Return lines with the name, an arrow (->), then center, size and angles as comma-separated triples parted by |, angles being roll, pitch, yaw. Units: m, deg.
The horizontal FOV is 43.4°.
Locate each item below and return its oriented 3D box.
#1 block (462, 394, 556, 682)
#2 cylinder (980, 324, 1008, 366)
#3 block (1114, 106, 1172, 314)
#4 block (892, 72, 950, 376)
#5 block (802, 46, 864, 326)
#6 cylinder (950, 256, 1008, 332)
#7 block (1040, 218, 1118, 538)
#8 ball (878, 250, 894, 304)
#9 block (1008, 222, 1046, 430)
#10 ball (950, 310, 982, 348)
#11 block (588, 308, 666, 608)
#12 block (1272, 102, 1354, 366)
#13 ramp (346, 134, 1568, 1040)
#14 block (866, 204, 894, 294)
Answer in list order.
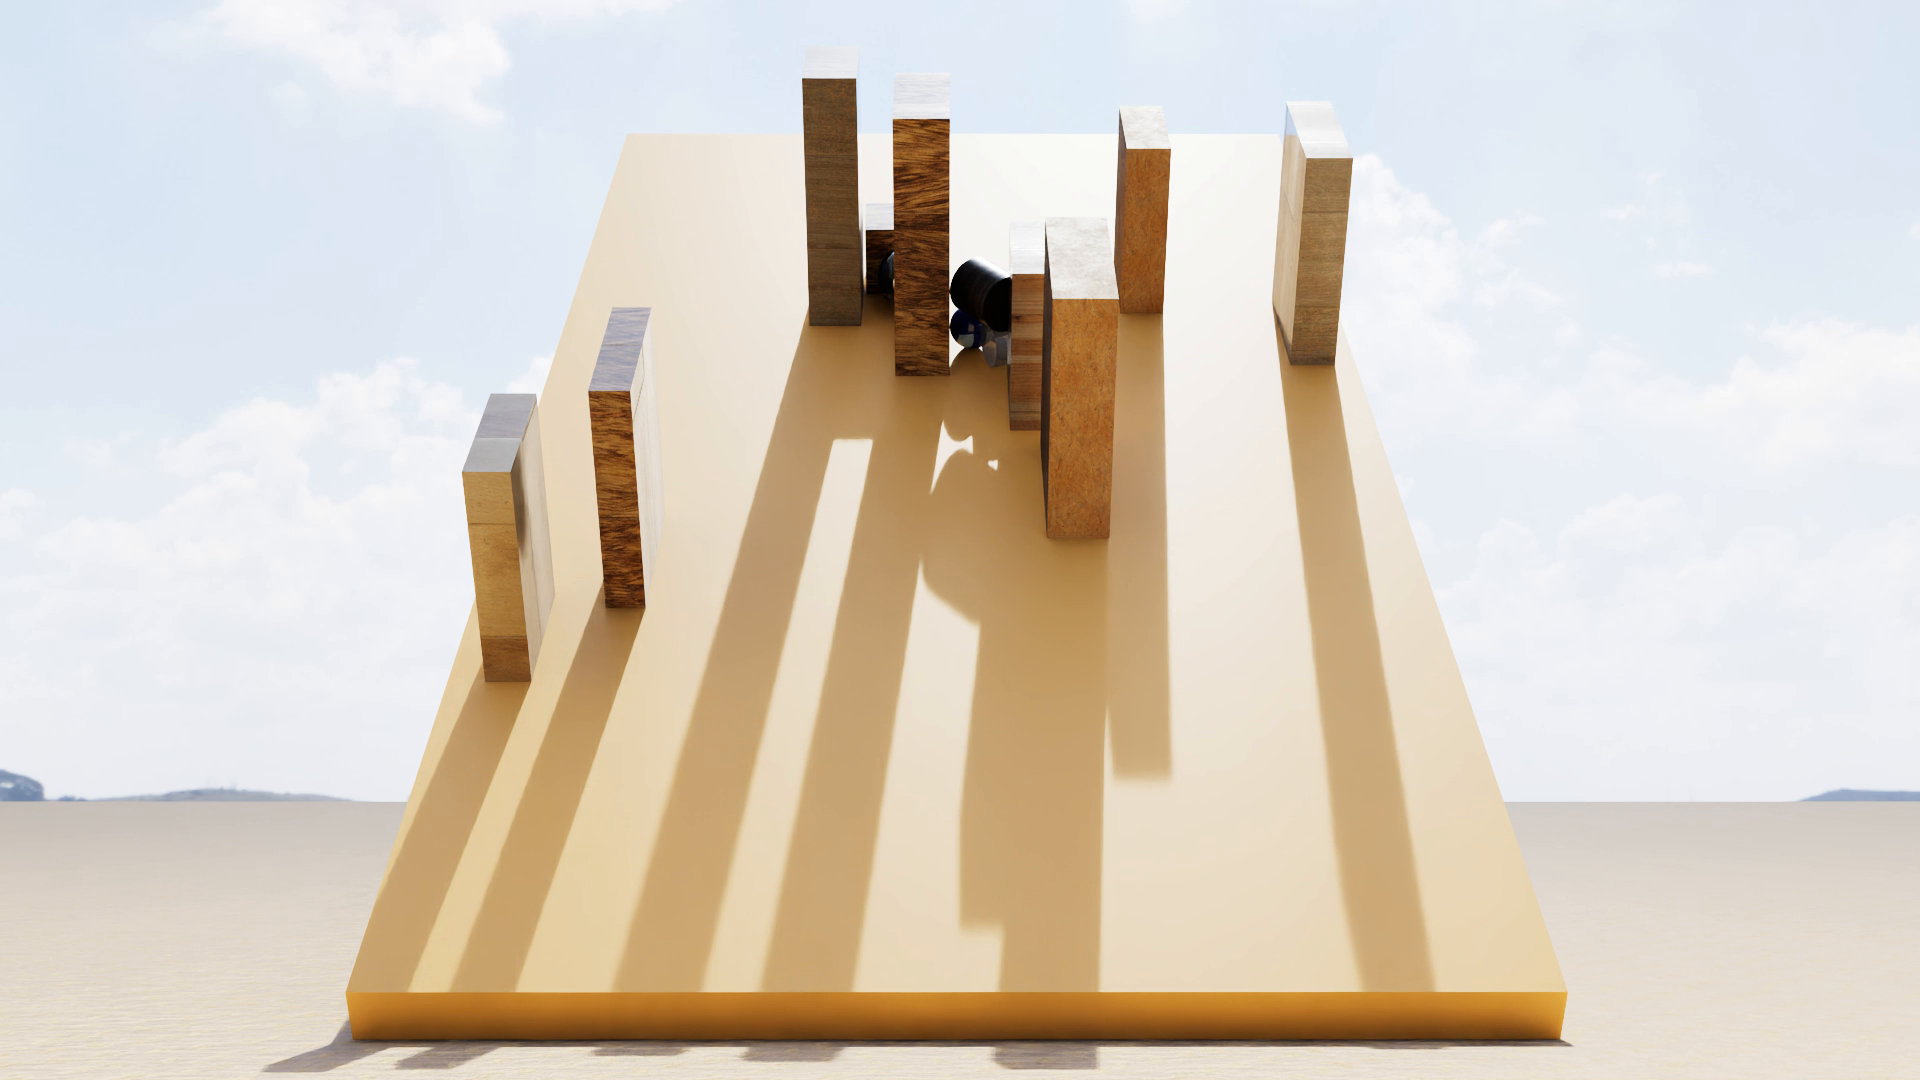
block -> -0.888, -0.007, 4.772 | 0.091, 0.468, 0.331 | 0, 30, 0
cylinder -> 0.124, -0.494, 5.986 | 0.114, 0.114, 0.114 | -10, -3, -17
block -> 0.473, -0.863, 6.292 | 0.111, 0.452, 0.314 | 0, 30, 0
block -> -0.092, -0.773, 5.919 | 0.134, 0.664, 0.326 | 0, 30, 0
block -> -0.320, -0.897, 6.137 | 0.133, 0.661, 0.245 | 0, 30, 0
cylinder -> 0.075, -0.603, 5.918 | 0.144, 0.144, 0.144 | 5, 21, -40
block -> 0.257, -0.360, 5.296 | 0.136, 0.567, 0.441 | 0, 30, 0
ball -> -0.128, -0.681, 6.256 | 0.169, 0.169, 0.169 | 0, -6, 0
block -> 0.165, -0.510, 5.725 | 0.095, 0.401, 0.312 | 0, 30, 0
ball -> 0.030, -0.537, 6.061 | 0.113, 0.113, 0.113 | 0, -6, 0
block -> -0.691, -0.175, 5.035 | 0.083, 0.500, 0.398 | 0, 30, 0
block -> 0.877, -0.770, 6.039 | 0.112, 0.545, 0.396 | 0, 30, 0
ramp -> -0.013, -0.211, 5.707 | 2.000, 0.100, 4.000 | 0, 30, 0
block -> -0.158, -0.774, 6.405 | 0.182, 0.182, 0.182 | 0, 30, -1
